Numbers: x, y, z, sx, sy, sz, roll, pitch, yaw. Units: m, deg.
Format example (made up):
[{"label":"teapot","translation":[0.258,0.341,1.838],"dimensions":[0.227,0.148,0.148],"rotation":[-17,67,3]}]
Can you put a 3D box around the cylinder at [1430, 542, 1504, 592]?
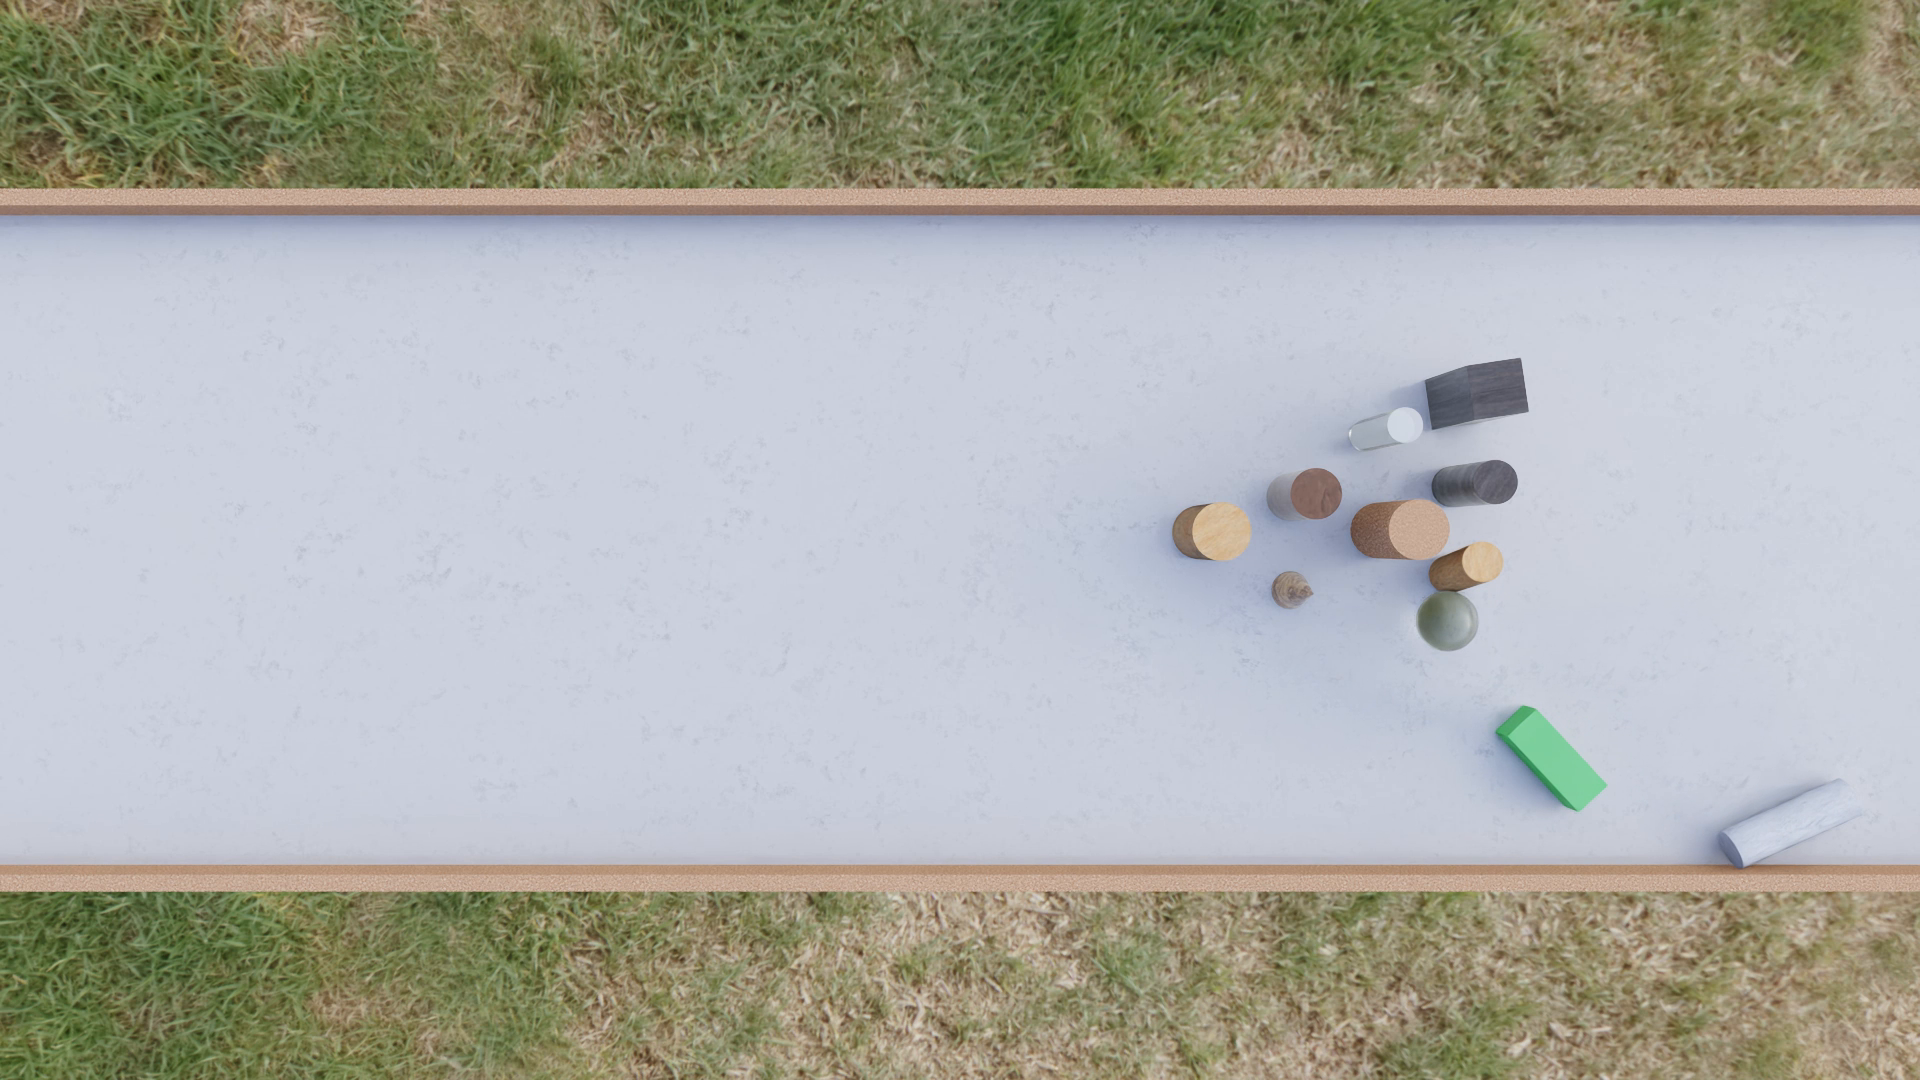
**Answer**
[{"label":"cylinder","translation":[1.495,0.084,4.885],"dimensions":[0.117,0.371,0.117],"rotation":[0,83,2]}]

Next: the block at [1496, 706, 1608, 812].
[{"label":"block","translation":[1.797,0.663,5.017],"dimensions":[0.120,0.120,0.314],"rotation":[-43,90,0]}]

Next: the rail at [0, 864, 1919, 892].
[{"label":"rail","translation":[-2.247,1.025,5.001],"dimensions":[12.000,0.150,0.050],"rotation":[0,90,0]}]

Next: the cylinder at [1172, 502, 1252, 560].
[{"label":"cylinder","translation":[0.736,-0.024,4.857],"dimensions":[0.166,0.439,0.166],"rotation":[0,90,0]}]

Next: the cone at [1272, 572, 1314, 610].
[{"label":"cone","translation":[1.017,0.155,4.909],"dimensions":[0.117,0.336,0.117],"rotation":[0,90,0]}]

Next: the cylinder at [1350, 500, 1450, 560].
[{"label":"cylinder","translation":[1.287,-0.029,4.849],"dimensions":[0.171,0.454,0.171],"rotation":[0,90,0]}]

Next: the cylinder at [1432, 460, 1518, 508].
[{"label":"cylinder","translation":[1.515,-0.164,4.870],"dimensions":[0.127,0.412,0.127],"rotation":[0,90,0]}]

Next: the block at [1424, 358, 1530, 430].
[{"label":"block","translation":[1.519,-0.427,4.867],"dimensions":[0.156,0.419,0.156],"rotation":[-8,90,0]}]

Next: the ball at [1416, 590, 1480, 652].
[{"label":"ball","translation":[1.472,0.245,4.984],"dimensions":[0.184,0.184,0.184],"rotation":[0,90,0]}]

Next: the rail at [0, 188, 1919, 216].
[{"label":"rail","translation":[-2.247,-1.025,5.002],"dimensions":[12.000,0.150,0.050],"rotation":[0,90,0]}]

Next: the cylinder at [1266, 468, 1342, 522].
[{"label":"cylinder","translation":[1.017,-0.132,4.892],"dimensions":[0.148,0.370,0.148],"rotation":[0,90,0]}]

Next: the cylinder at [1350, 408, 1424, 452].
[{"label":"cylinder","translation":[1.248,-0.322,4.850],"dimensions":[0.100,0.454,0.100],"rotation":[0,90,0]}]

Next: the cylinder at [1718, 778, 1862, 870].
[{"label":"cylinder","translation":[2.523,0.862,5.015],"dimensions":[0.395,0.124,0.124],"rotation":[-24,90,0]}]
